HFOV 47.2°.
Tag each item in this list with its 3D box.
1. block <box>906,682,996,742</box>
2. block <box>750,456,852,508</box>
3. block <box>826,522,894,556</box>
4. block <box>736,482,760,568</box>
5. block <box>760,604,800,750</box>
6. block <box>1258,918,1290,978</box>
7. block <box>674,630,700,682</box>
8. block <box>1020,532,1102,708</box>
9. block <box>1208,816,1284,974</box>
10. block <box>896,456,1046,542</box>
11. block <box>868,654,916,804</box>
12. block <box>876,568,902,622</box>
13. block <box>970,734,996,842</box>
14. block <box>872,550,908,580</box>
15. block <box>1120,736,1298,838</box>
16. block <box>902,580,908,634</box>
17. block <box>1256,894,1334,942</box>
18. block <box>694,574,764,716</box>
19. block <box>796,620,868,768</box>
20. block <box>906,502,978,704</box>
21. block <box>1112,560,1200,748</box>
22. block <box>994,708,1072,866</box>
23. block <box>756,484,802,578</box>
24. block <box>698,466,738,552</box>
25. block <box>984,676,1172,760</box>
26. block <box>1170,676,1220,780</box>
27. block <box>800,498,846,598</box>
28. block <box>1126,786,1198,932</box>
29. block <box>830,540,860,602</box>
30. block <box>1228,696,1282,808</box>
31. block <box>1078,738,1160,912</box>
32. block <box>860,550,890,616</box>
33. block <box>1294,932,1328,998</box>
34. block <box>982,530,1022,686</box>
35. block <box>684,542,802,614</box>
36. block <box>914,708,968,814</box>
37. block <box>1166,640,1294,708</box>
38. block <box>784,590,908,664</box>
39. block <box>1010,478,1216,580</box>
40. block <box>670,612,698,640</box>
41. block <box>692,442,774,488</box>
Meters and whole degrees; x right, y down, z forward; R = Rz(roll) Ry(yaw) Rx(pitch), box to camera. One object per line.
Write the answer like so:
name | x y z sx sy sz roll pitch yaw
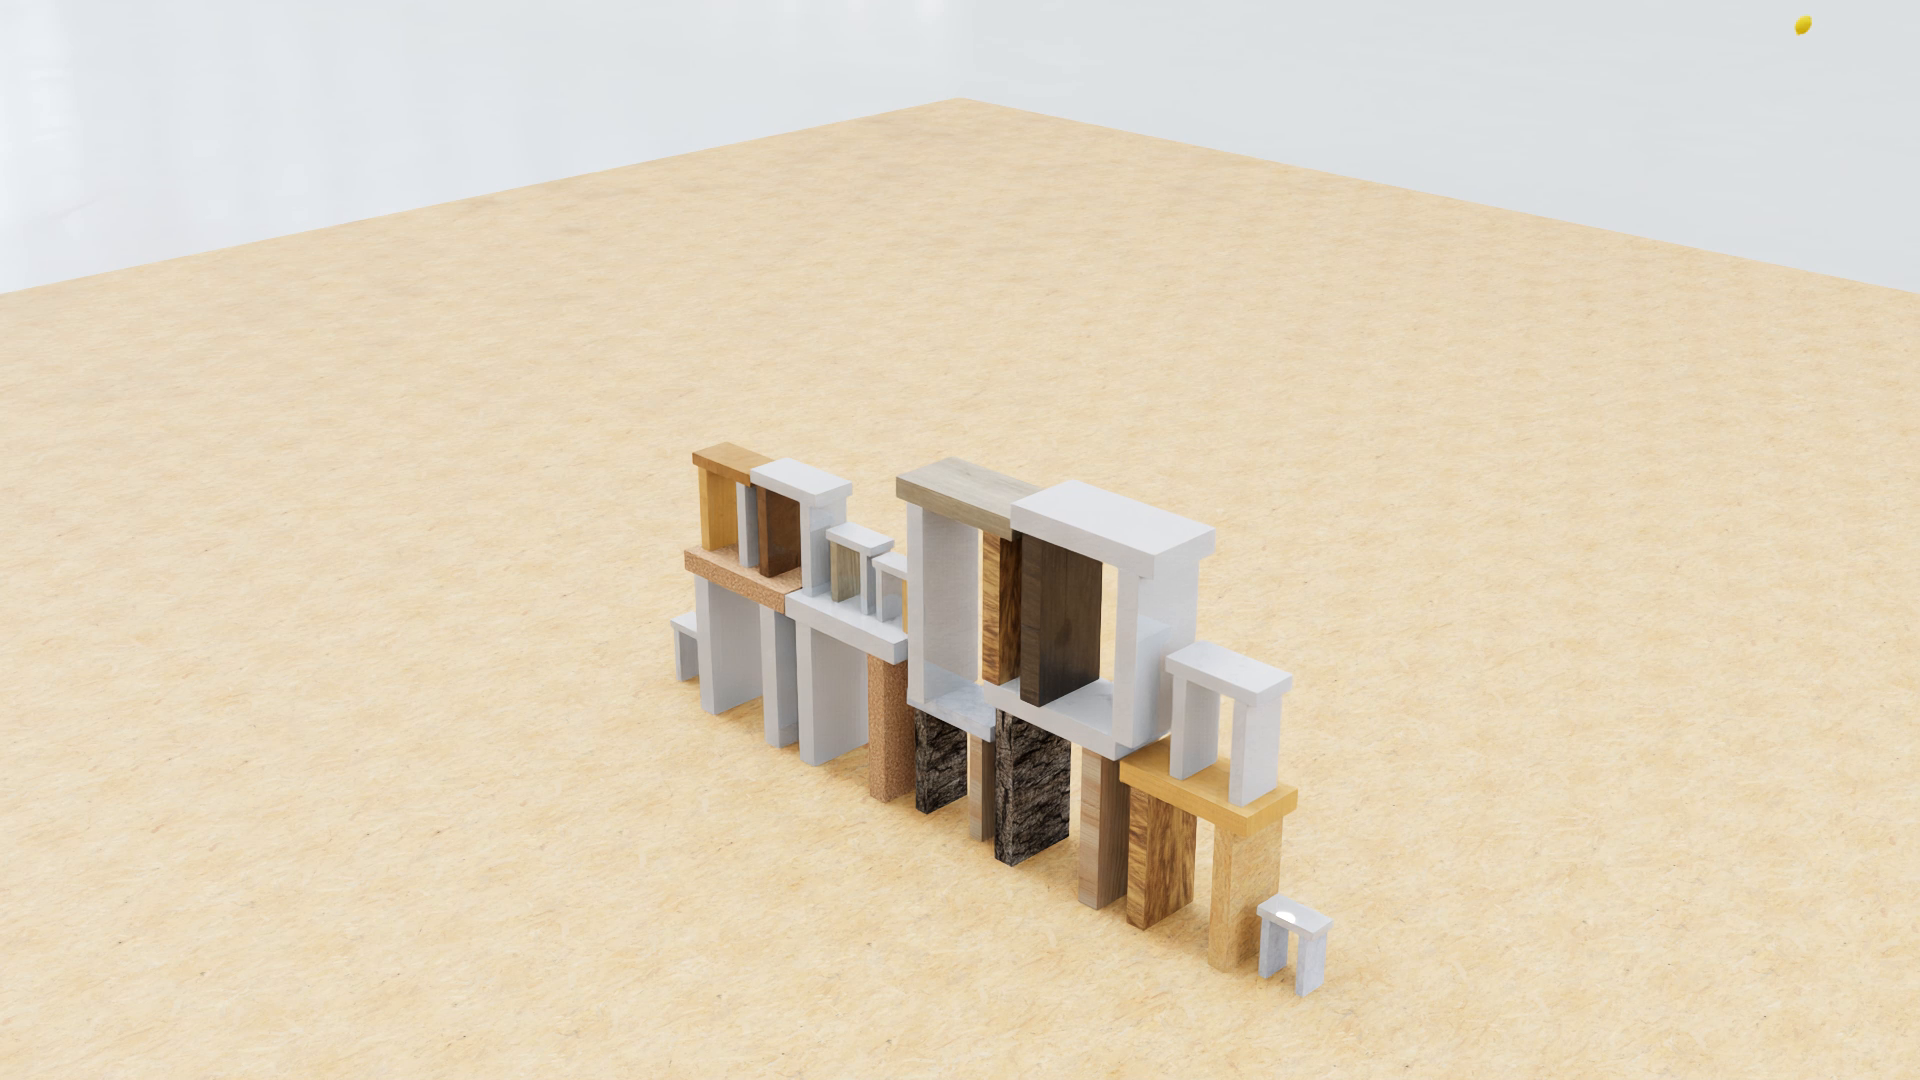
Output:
block | 0.017 0.328 4.351 0.232 0.033 0.116 21 31 41
block | -0.327 -0.119 4.527 0.203 0.029 0.102 21 31 41
block | -0.202 -0.002 4.446 0.133 0.019 0.067 21 31 41
block | -0.426 -0.044 4.664 0.027 0.190 0.095 21 31 41
block | -0.346 0.268 4.711 0.046 0.328 0.164 21 31 41
block | 0.560 0.715 3.919 0.017 0.121 0.061 21 31 41
block | -0.617 0.252 5.002 0.018 0.129 0.064 21 31 41
block | 0.188 0.125 4.066 0.048 0.337 0.169 21 31 40
block | 0.512 0.616 3.937 0.041 0.290 0.145 21 31 41
block | 0.039 -0.081 4.146 0.305 0.043 0.153 21 31 40
block | -0.111 0.360 4.495 0.046 0.327 0.163 21 31 41
block | -0.142 0.103 4.416 0.016 0.115 0.058 21 31 41
block | 0.072 0.471 4.353 0.033 0.232 0.116 21 31 41
block | -0.115 0.053 4.366 0.115 0.016 0.058 21 31 40
block | 0.443 0.437 3.935 0.290 0.041 0.145 21 31 41
block | -0.087 0.124 4.367 0.016 0.115 0.058 21 31 41
block | 0.589 0.663 3.866 0.121 0.017 0.061 21 31 41
block | -0.500 0.207 4.853 0.046 0.328 0.164 21 31 41
block | -0.265 0.299 4.637 0.046 0.327 0.163 21 31 41
block | -0.033 0.104 4.302 0.043 0.418 0.153 21 31 41
block | 0.349 0.187 3.921 0.048 0.337 0.169 21 31 40
block | 0.142 0.453 4.269 0.047 0.331 0.166 21 31 41
block | -0.375 -0.031 4.616 0.102 0.203 0.029 -21 31 -41
block | -0.515 -0.079 4.746 0.027 0.190 0.095 21 31 41
block | 0.220 0.309 4.124 0.331 0.047 0.166 21 31 41
block | 0.419 0.318 3.908 0.028 0.201 0.100 21 31 41
block | -0.279 0.007 4.528 0.029 0.204 0.102 21 31 41
block | 0.375 0.563 4.063 0.041 0.290 0.145 21 31 41
block | -0.233 0.055 4.505 0.019 0.133 0.067 21 31 41
block | 0.514 0.355 3.821 0.100 0.201 0.028 -21 31 -41
block | 0.298 0.514 4.125 0.047 0.331 0.166 21 31 41
block | -0.170 0.080 4.447 0.019 0.133 0.067 21 31 41
block | 0.618 0.738 3.867 0.017 0.122 0.061 21 31 41
block | 0.111 0.108 4.148 0.043 0.305 0.153 21 31 41
block | -0.423 0.065 4.709 0.328 0.046 0.164 21 31 41
block | -0.037 0.429 4.454 0.033 0.232 0.116 21 31 41
block | 0.466 0.231 3.820 0.201 0.028 0.100 21 31 41
block | -0.188 0.158 4.493 0.327 0.046 0.163 21 31 41
block | 0.270 -0.022 3.918 0.337 0.048 0.169 21 31 40
block | -0.587 0.196 4.945 0.129 0.018 0.064 21 31 41
block | -0.470 -0.161 4.663 0.190 0.027 0.095 21 31 40
